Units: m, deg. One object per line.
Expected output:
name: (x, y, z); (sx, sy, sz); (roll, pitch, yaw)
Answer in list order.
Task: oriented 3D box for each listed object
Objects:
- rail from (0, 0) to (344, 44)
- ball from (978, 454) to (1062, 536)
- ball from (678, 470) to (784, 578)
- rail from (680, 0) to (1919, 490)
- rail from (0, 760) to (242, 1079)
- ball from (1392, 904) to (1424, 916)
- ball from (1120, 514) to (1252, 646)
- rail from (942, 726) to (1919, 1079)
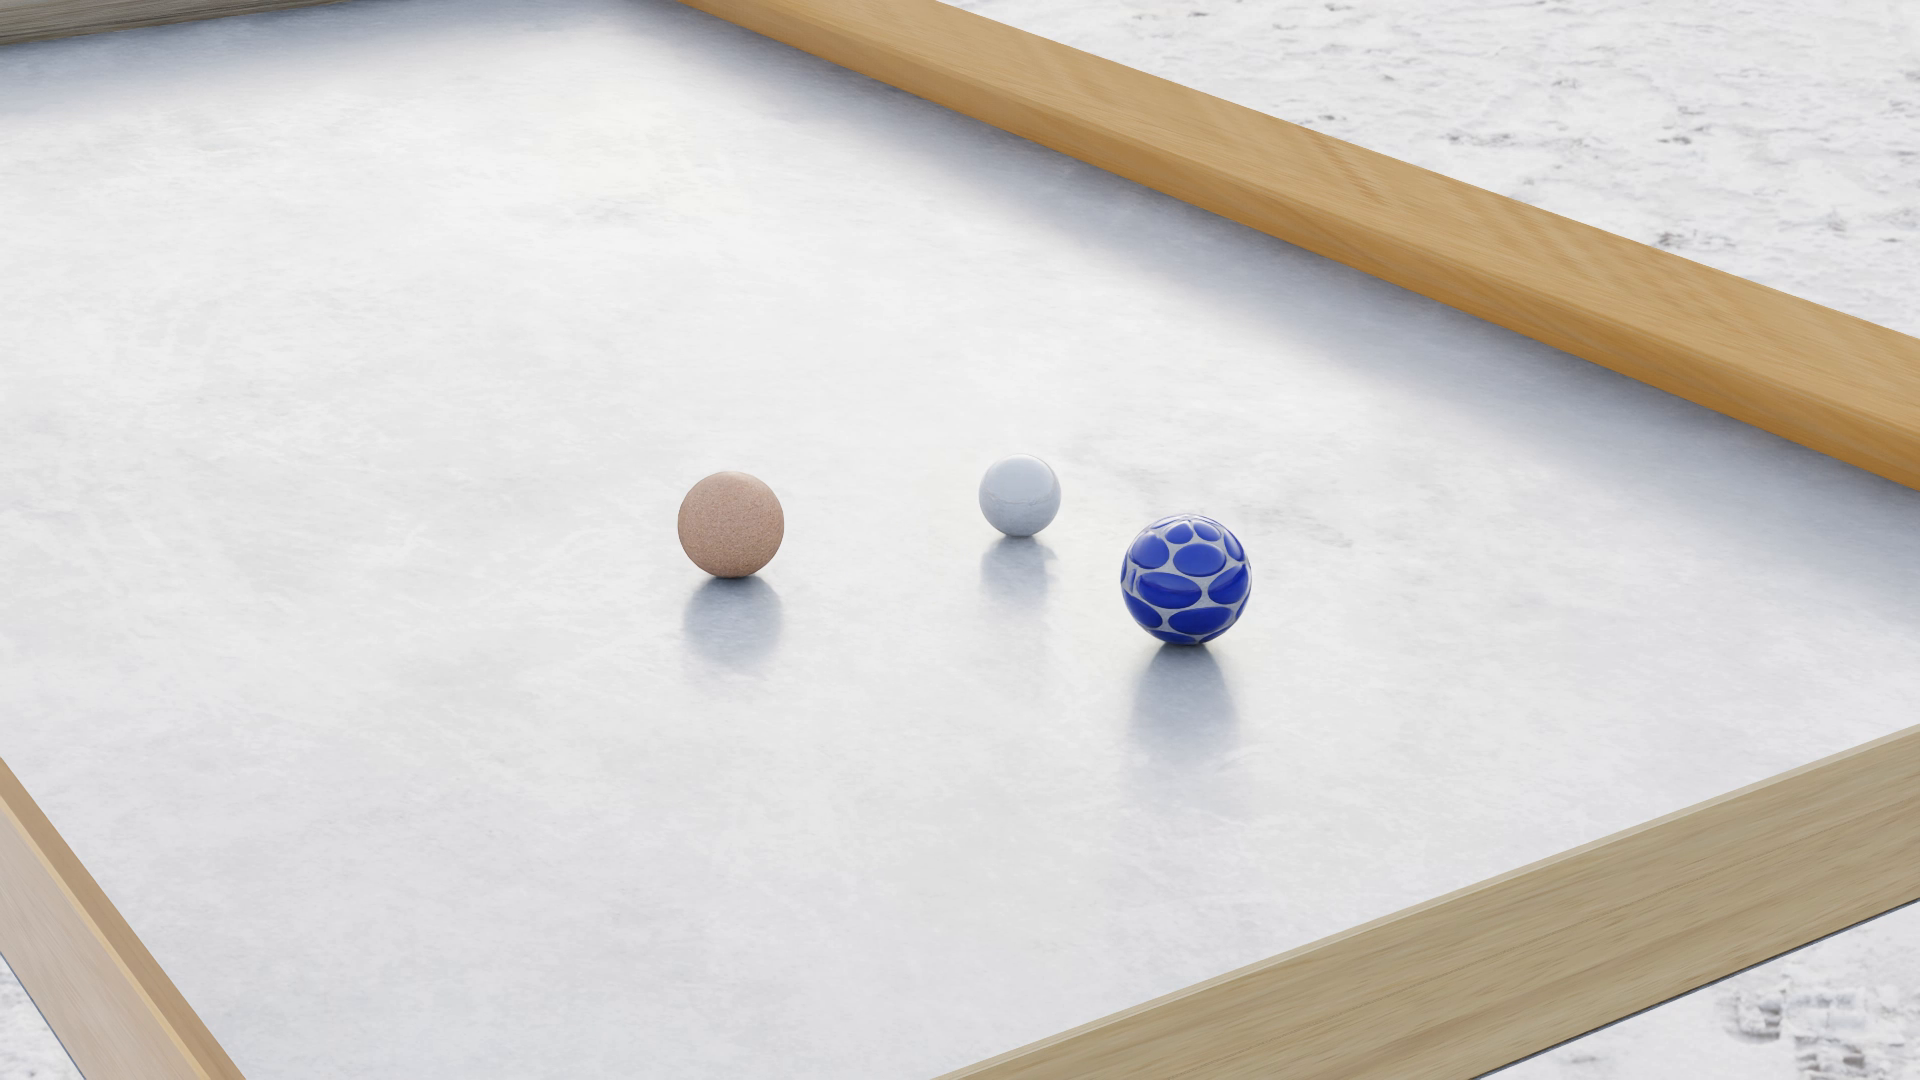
rail: (-1.211, -0.751, 4.028); (1.606, 0.130, 0.045); (-14, 27, -30)
ball: (0.049, -0.037, 2.421); (0.069, 0.069, 0.069); (0, 23, 0)
ball: (-0.182, -0.012, 2.341); (0.086, 0.086, 0.086); (0, 23, 0)
rail: (0.246, -0.434, 3.278); (0.045, 0.130, 2.999); (-14, 27, -30)
rail: (-1.062, -0.103, 2.497); (0.045, 0.130, 2.999); (-14, 27, -30)
ball: (0.276, 0.251, 1.741); (0.069, 0.069, 0.069); (0, 23, 0)
ball: (0.171, 0.030, 2.223); (0.100, 0.100, 0.100); (0, 23, 0)
rail: (0.395, 0.214, 1.747); (1.606, 0.130, 0.045); (-14, 27, -30)
